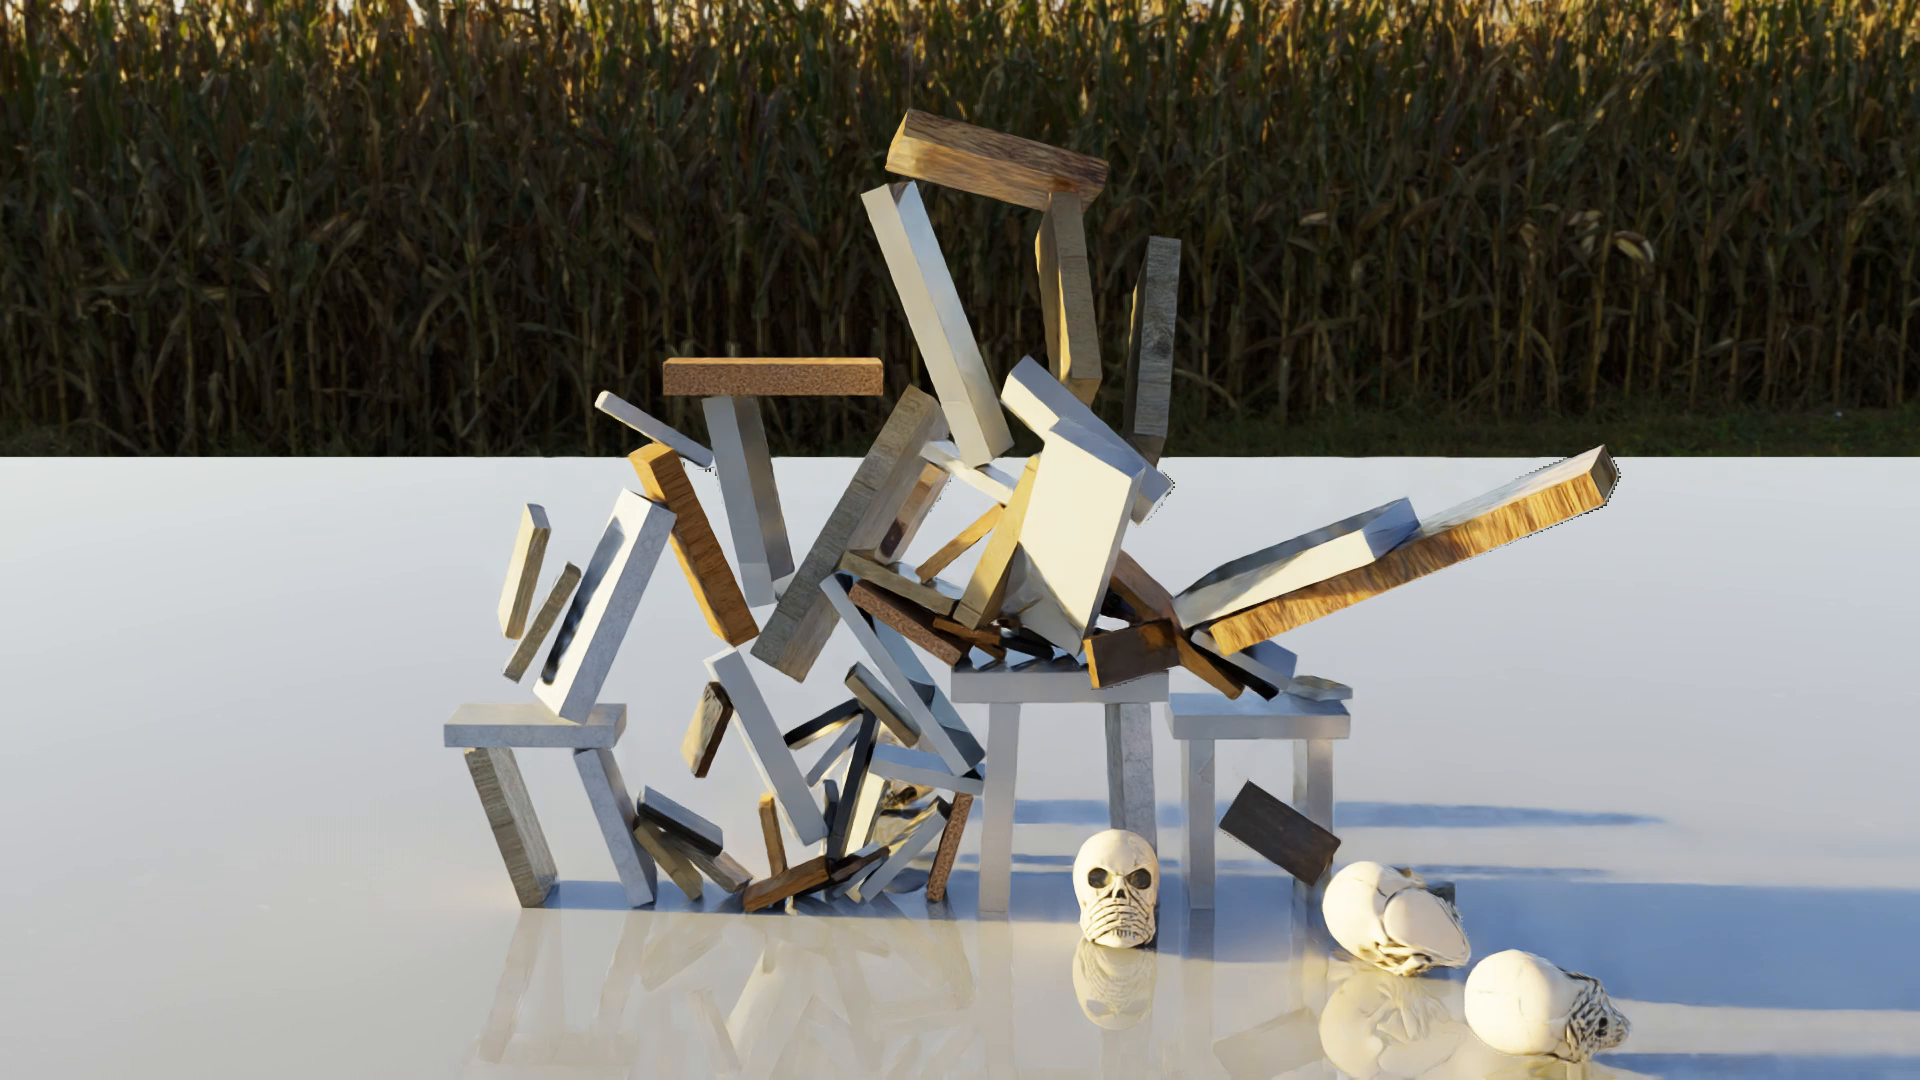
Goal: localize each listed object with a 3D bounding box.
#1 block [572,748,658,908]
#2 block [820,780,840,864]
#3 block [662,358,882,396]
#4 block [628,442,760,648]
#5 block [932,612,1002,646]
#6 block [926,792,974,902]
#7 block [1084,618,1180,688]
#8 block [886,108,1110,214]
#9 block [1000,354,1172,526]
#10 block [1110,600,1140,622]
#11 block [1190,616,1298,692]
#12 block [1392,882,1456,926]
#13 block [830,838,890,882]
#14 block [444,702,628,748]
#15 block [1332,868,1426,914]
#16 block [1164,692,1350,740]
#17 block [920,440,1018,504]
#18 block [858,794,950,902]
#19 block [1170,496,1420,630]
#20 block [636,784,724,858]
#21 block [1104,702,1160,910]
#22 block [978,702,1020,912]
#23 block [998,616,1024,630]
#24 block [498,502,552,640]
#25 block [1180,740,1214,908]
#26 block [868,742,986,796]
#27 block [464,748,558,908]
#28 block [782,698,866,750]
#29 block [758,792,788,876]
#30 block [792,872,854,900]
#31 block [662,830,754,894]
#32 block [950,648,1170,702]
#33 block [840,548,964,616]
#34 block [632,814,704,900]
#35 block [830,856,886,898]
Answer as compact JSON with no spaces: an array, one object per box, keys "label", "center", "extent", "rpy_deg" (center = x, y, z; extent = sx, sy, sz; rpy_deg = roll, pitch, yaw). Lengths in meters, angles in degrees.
[{"label":"block","center":[-0.568,0.456,3.641],"extent":[0.039,0.275,0.137],"rpy_deg":[-19,12,-1]},{"label":"block","center":[-0.221,0.493,3.737],"extent":[0.022,0.153,0.076],"rpy_deg":[-1,23,-10]},{"label":"block","center":[-0.307,-0.270,3.630],"extent":[0.353,0.050,0.176],"rpy_deg":[0,8,-3]},{"label":"block","center":[-0.446,0.006,3.680],"extent":[0.048,0.342,0.171],"rpy_deg":[-27,14,-15]},{"label":"block","center":[0.012,0.140,3.537],"extent":[0.109,0.015,0.054],"rpy_deg":[16,14,-1]},{"label":"block","center":[-0.015,0.496,3.657],"extent":[0.027,0.190,0.095],"rpy_deg":[17,11,-1]},{"label":"block","center":[0.272,0.177,3.478],"extent":[0.155,0.077,0.022],"rpy_deg":[-13,4,-28]},{"label":"block","center":[0.057,-0.600,3.527],"extent":[0.329,0.047,0.165],"rpy_deg":[13,-12,-9]},{"label":"block","center":[0.192,-0.153,3.407],"extent":[0.298,0.042,0.149],"rpy_deg":[42,-13,5]},{"label":"block","center":[0.245,0.104,3.615],"extent":[0.115,0.016,0.058],"rpy_deg":[14,29,23]},{"label":"block","center":[0.456,0.173,3.523],"extent":[0.171,0.024,0.085],"rpy_deg":[28,28,1]},{"label":"block","center":[0.724,0.568,3.432],"extent":[0.104,0.052,0.015],"rpy_deg":[-5,16,-22]},{"label":"block","center":[-0.168,0.528,3.626],"extent":[0.103,0.015,0.051],"rpy_deg":[-27,11,-14]},{"label":"block","center":[-0.695,0.303,3.610],"extent":[0.274,0.039,0.137],"rpy_deg":[0,11,0]},{"label":"block","center":[0.670,0.562,3.517],"extent":[0.135,0.019,0.067],"rpy_deg":[-23,-36,24]},{"label":"block","center":[0.486,0.288,3.615],"extent":[0.285,0.040,0.143],"rpy_deg":[0,11,-1]},{"label":"block","center":[0.031,-0.108,3.576],"extent":[0.181,0.026,0.090],"rpy_deg":[31,14,20]},{"label":"block","center":[-0.093,0.512,3.660],"extent":[0.027,0.190,0.095],"rpy_deg":[44,8,-6]},{"label":"block","center":[0.518,0.036,3.416],"extent":[0.358,0.051,0.179],"rpy_deg":[-23,4,38]},{"label":"block","center":[-0.467,0.470,3.671],"extent":[0.154,0.022,0.077],"rpy_deg":[32,11,-15]},{"label":"block","center":[0.283,0.416,3.645],"extent":[0.049,0.349,0.175],"rpy_deg":[-5,11,-5]},{"label":"block","center":[0.066,0.417,3.636],"extent":[0.049,0.349,0.175],"rpy_deg":[3,11,1]},{"label":"block","center":[0.121,0.123,3.613],"extent":[0.110,0.016,0.055],"rpy_deg":[-15,6,-19]},{"label":"block","center":[-0.722,0.051,3.639],"extent":[0.029,0.202,0.101],"rpy_deg":[11,20,-23]},{"label":"block","center":[0.394,0.449,3.643],"extent":[0.040,0.285,0.143],"rpy_deg":[-1,11,0]},{"label":"block","center":[-0.053,0.379,3.636],"extent":[0.190,0.027,0.095],"rpy_deg":[11,11,0]},{"label":"block","center":[-0.742,0.456,3.643],"extent":[0.039,0.275,0.137],"rpy_deg":[-18,10,3]},{"label":"block","center":[-0.230,0.315,3.755],"extent":[0.149,0.021,0.075],"rpy_deg":[-28,-13,7]},{"label":"block","center":[-0.314,0.507,3.706],"extent":[0.021,0.146,0.073],"rpy_deg":[-10,13,0]},{"label":"block","center":[-0.227,0.564,3.653],"extent":[0.103,0.015,0.051],"rpy_deg":[-21,11,12]},{"label":"block","center":[-0.422,0.529,3.679],"extent":[0.154,0.022,0.077],"rpy_deg":[38,11,10]},{"label":"block","center":[0.159,0.220,3.601],"extent":[0.349,0.049,0.175],"rpy_deg":[0,11,0]},{"label":"block","center":[-0.083,0.068,3.598],"extent":[0.208,0.029,0.104],"rpy_deg":[23,11,21]},{"label":"block","center":[-0.485,0.525,3.654],"extent":[0.022,0.154,0.077],"rpy_deg":[-39,11,3]},{"label":"block","center":[-0.168,0.553,3.658],"extent":[0.103,0.015,0.051],"rpy_deg":[-38,7,9]}]
